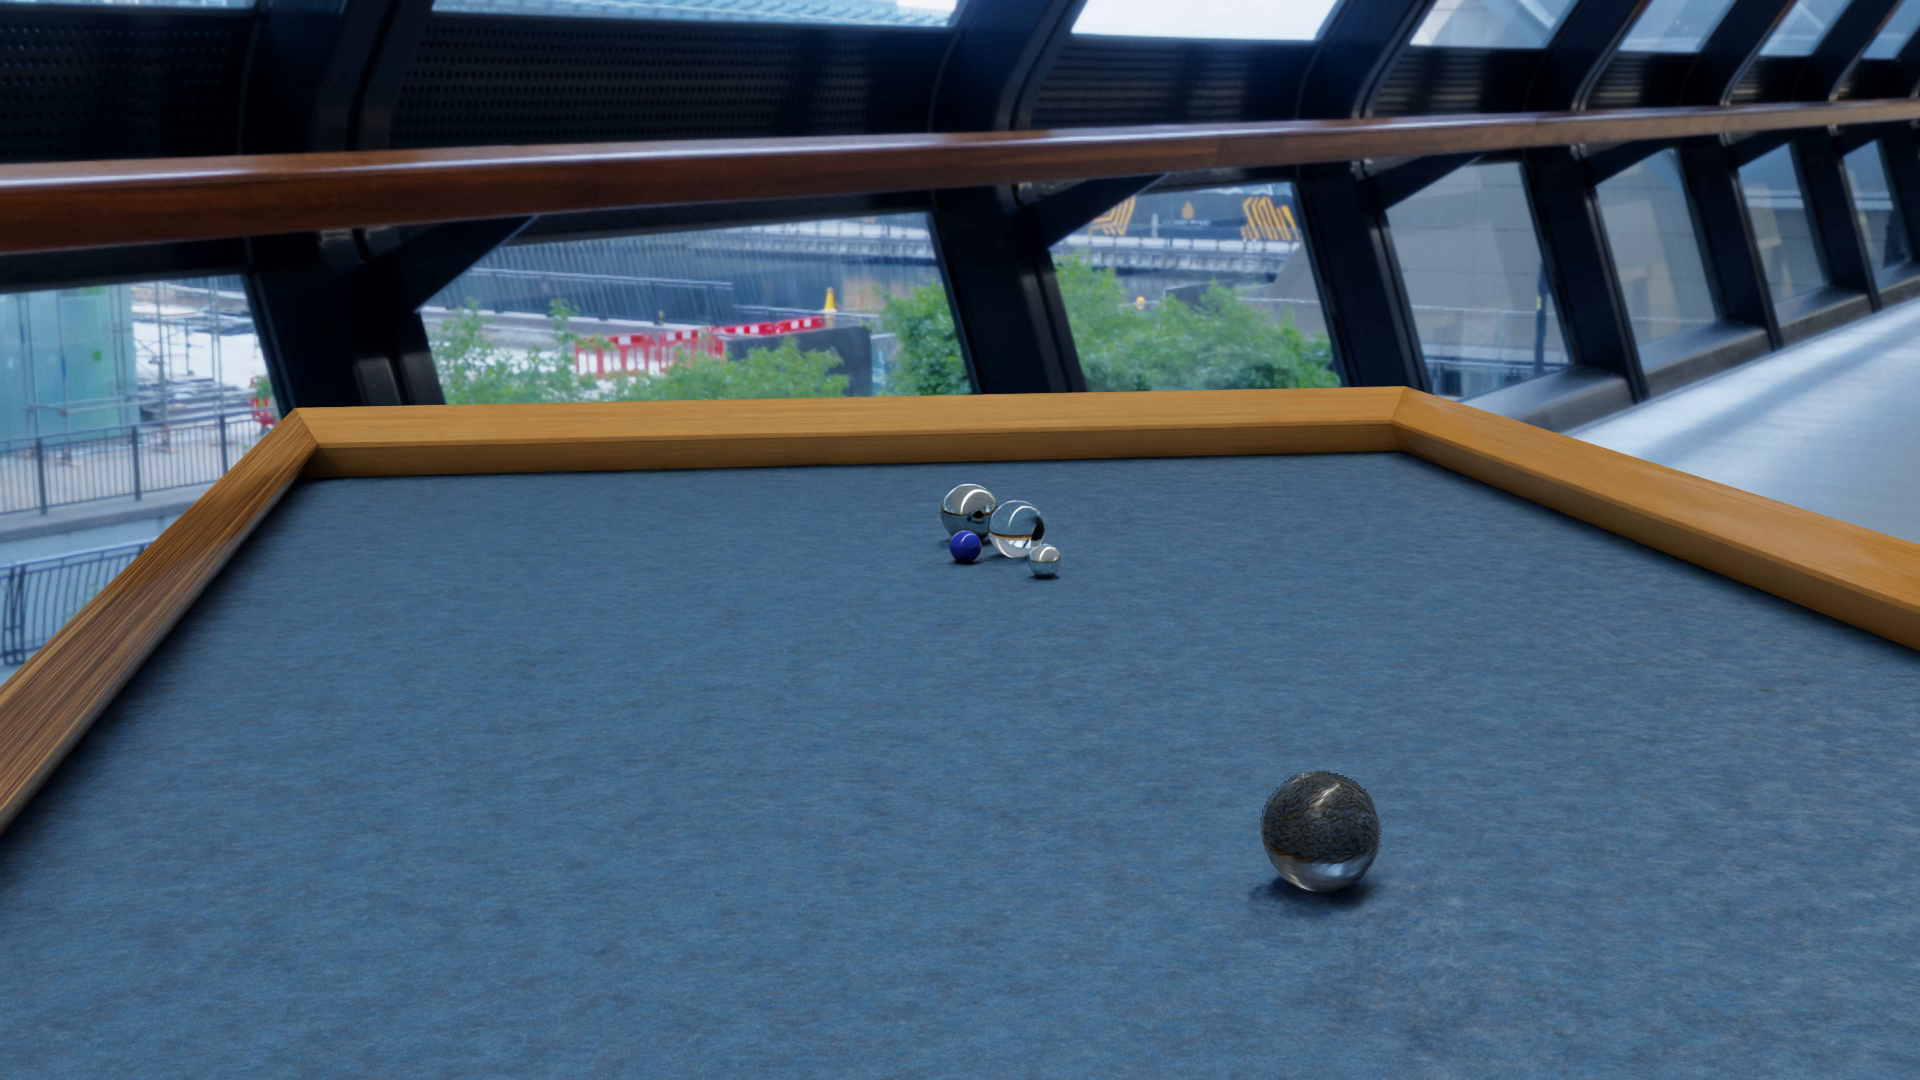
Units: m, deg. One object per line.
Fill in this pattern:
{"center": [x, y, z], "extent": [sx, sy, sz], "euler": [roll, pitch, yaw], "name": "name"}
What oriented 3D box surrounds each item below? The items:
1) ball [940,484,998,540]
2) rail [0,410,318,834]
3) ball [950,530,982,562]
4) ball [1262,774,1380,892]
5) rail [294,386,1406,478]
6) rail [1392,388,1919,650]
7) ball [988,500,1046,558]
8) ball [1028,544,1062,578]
{"center": [0.015, -0.042, 3.445], "extent": [0.092, 0.092, 0.092], "euler": [0, 10, 0], "name": "ball"}
{"center": [-0.874, 0.184, 2.113], "extent": [0.045, 0.129, 4.080], "euler": [-2, 11, -9], "name": "rail"}
{"center": [0.008, 0.010, 3.284], "extent": [0.048, 0.048, 0.048], "euler": [0, 10, 0], "name": "ball"}
{"center": [0.305, 0.247, 1.859], "extent": [0.099, 0.099, 0.099], "euler": [0, 10, 0], "name": "ball"}
{"center": [-0.165, -0.209, 4.240], "extent": [2.162, 0.129, 0.045], "euler": [-2, 11, -9], "name": "rail"}
{"center": [1.212, 0.121, 2.457], "extent": [0.045, 0.129, 4.080], "euler": [-2, 11, -9], "name": "rail"}
{"center": [0.086, -0.017, 3.321], "extent": [0.087, 0.087, 0.087], "euler": [0, 10, 0], "name": "ball"}
{"center": [0.122, 0.030, 3.174], "extent": [0.049, 0.049, 0.049], "euler": [0, 10, 0], "name": "ball"}
